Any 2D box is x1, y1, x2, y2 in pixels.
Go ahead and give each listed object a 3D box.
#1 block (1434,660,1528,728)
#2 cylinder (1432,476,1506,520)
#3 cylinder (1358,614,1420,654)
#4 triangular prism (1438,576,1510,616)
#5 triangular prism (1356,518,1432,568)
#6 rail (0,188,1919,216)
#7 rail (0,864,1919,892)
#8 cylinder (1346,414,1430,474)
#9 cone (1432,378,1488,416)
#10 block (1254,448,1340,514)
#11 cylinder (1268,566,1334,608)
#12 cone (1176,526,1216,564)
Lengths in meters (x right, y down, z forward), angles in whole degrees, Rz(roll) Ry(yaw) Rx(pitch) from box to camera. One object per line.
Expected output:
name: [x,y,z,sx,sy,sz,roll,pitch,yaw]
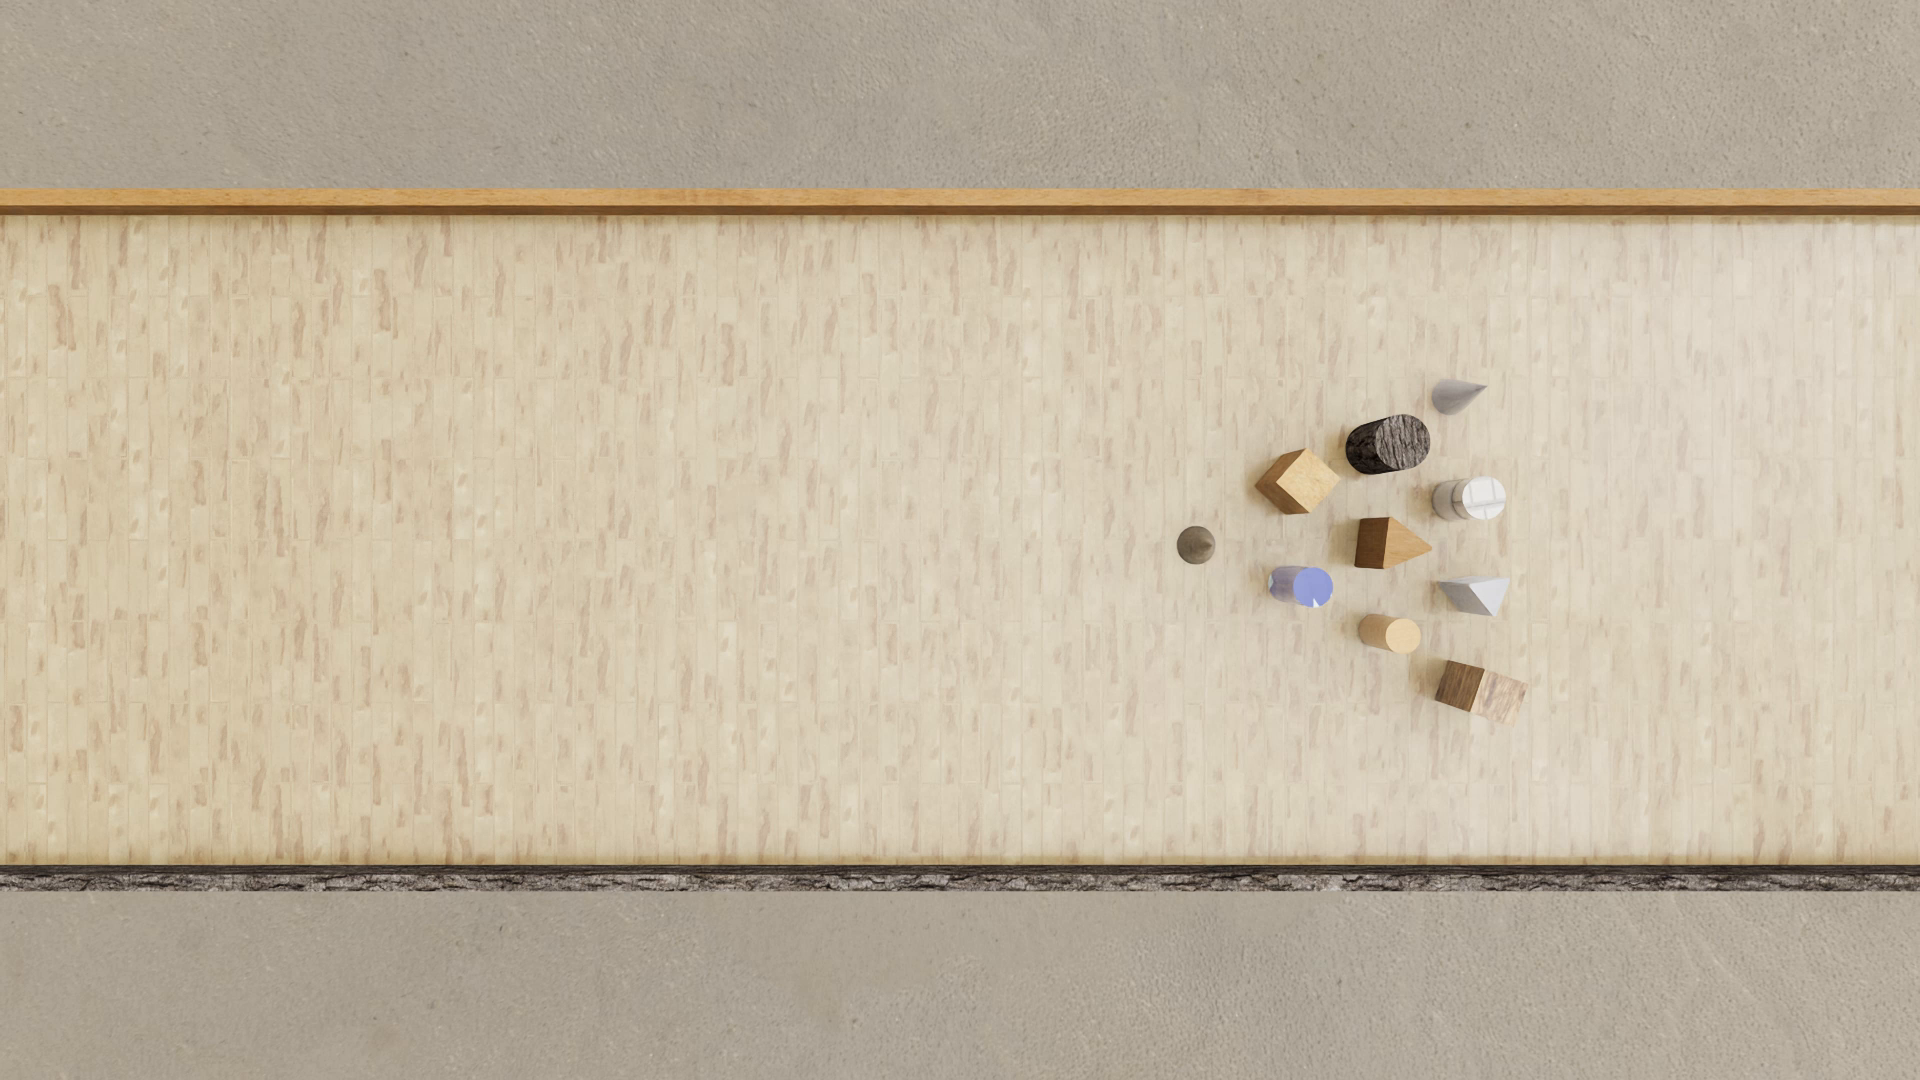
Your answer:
block: [1.542,0.452,4.896,0.131,0.361,0.131,19,90,0]
cylinder: [1.514,-0.122,4.920,0.125,0.314,0.125,0,90,0]
cylinder: [1.276,0.277,4.912,0.102,0.329,0.102,0,90,0]
triangular prism: [1.548,0.144,4.920,0.102,0.312,0.118,-39,90,0]
triangular prism: [1.260,-0.006,4.904,0.150,0.345,0.130,-23,90,0]
rail: [-2.247,-1.025,5.002,12.000,0.150,0.050,0,90,0]
rail: [-2.247,1.025,5.001,12.000,0.150,0.050,0,90,0]
cylinder: [1.266,-0.281,4.896,0.160,0.362,0.160,0,90,0]
cone: [1.509,-0.440,4.893,0.114,0.367,0.114,0,90,0]
block: [0.998,-0.170,4.899,0.132,0.356,0.132,42,90,0]
cylinder: [1.006,0.135,4.886,0.114,0.380,0.114,0,90,0]
cone: [0.727,0.016,4.913,0.120,0.328,0.120,0,90,0]
